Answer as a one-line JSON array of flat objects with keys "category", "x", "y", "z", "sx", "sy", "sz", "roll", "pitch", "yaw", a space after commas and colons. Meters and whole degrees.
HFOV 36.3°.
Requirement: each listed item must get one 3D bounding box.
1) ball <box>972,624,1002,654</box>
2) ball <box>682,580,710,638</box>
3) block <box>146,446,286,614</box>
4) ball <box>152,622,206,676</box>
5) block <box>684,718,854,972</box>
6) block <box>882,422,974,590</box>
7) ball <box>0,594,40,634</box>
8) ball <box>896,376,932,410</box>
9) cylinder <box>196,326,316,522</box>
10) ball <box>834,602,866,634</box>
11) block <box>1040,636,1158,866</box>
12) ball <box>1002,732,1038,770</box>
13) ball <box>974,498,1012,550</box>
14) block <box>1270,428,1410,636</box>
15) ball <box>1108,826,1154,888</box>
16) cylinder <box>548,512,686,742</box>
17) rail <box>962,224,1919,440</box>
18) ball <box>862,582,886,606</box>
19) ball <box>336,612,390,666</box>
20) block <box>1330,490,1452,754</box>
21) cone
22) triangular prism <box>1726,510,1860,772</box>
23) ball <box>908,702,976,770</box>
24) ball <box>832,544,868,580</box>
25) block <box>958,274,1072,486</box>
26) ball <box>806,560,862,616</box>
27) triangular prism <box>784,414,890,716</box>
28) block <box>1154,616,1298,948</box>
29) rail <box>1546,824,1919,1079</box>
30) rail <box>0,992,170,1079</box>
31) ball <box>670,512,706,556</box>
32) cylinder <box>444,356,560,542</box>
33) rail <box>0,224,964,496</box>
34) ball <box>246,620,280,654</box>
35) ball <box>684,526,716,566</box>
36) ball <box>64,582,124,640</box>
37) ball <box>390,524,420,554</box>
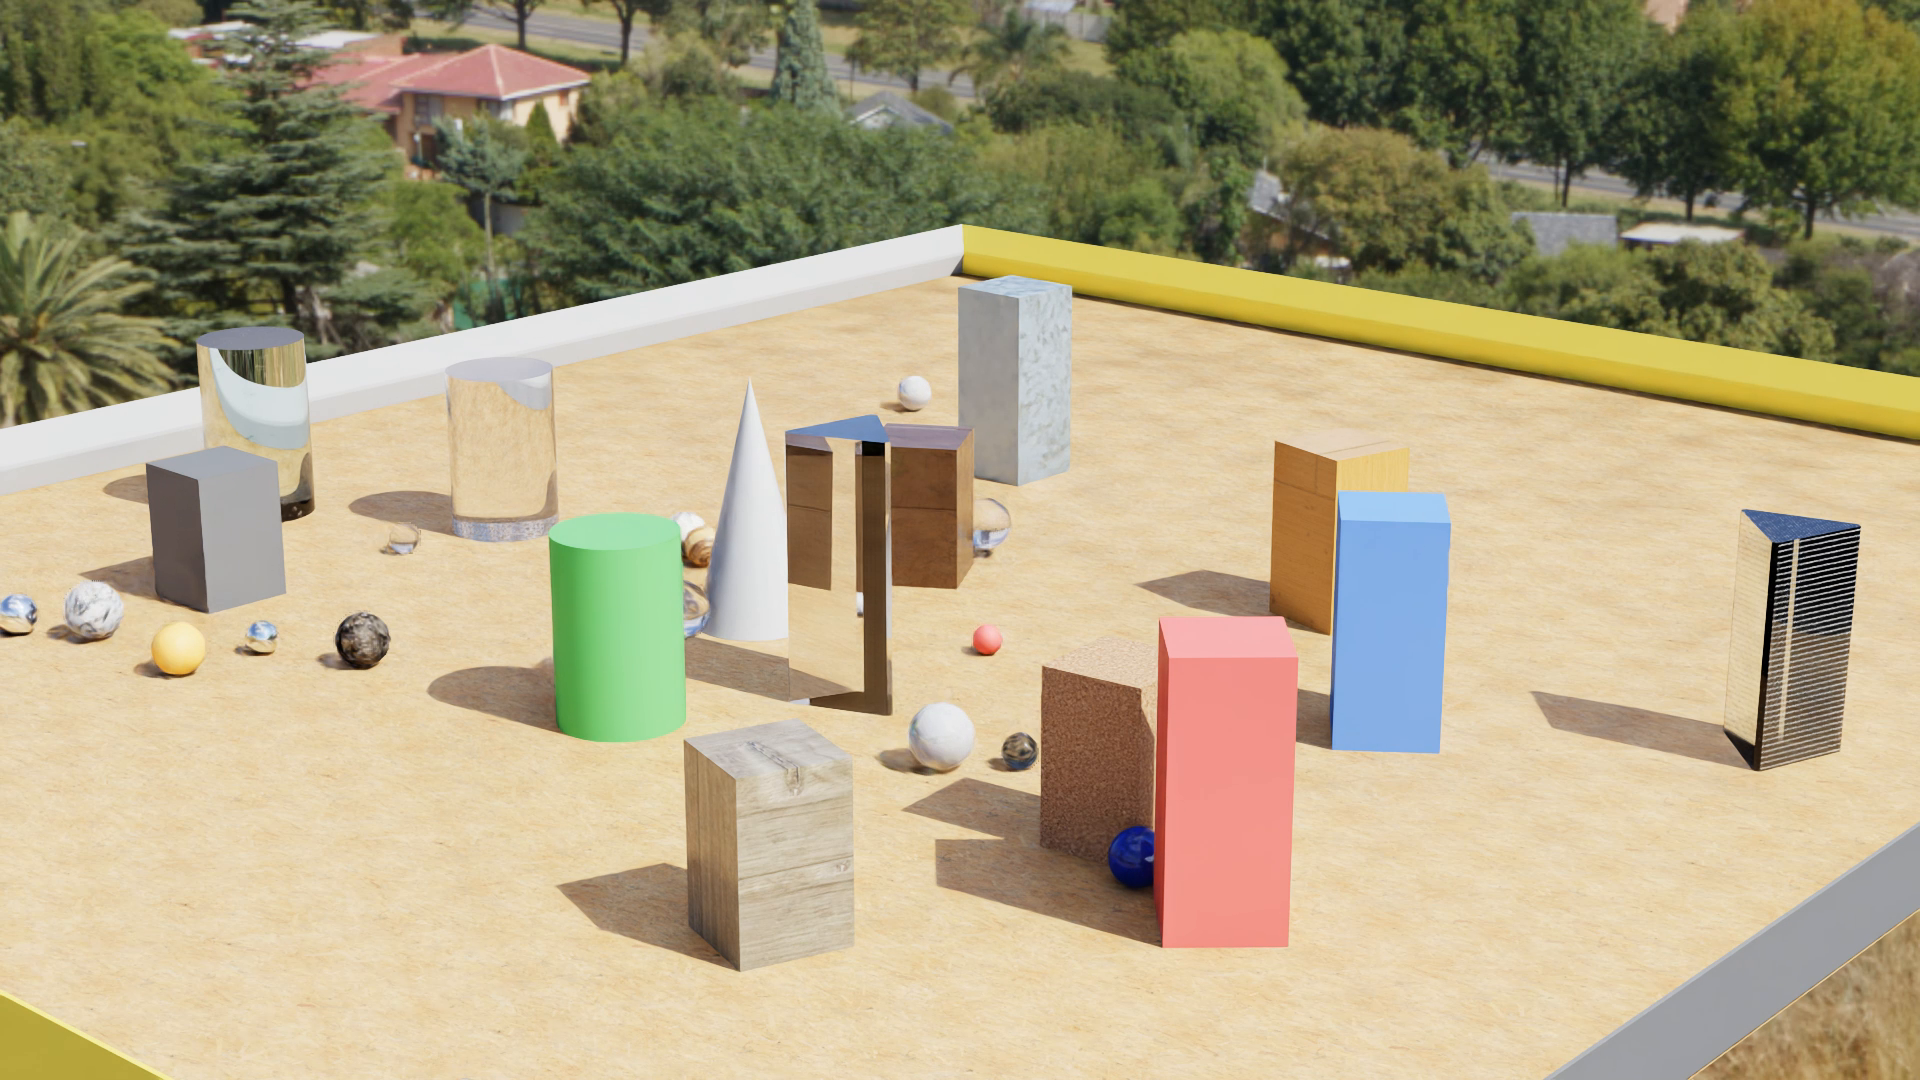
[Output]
[{"category": "ball", "x": 0.045, "y": 0.163, "z": 4.829, "sx": 0.049, "sy": 0.049, "sz": 0.049, "roll": 0, "pitch": 17, "yaw": 0}, {"category": "ball", "x": -0.468, "y": 0.115, "z": 4.904, "sx": 0.098, "sy": 0.098, "sz": 0.098, "roll": 0, "pitch": 17, "yaw": 0}, {"category": "block", "x": -1.295, "y": -0.020, "z": 5.105, "sx": 0.160, "sy": 0.240, "sz": 0.160, "roll": 15, "pitch": 22, "yaw": 40}, {"category": "ball", "x": -1.260, "y": 0.175, "z": 4.726, "sx": 0.086, "sy": 0.086, "sz": 0.086, "roll": 0, "pitch": 17, "yaw": 0}, {"category": "block", "x": -0.243, "y": 0.385, "z": 3.730, "sx": 0.160, "sy": 0.258, "sz": 0.160, "roll": -9, "pitch": 19, "yaw": -27}, {"category": "block", "x": -0.069, "y": -0.062, "z": 5.219, "sx": 0.160, "sy": 0.255, "sz": 0.160, "roll": 3, "pitch": 17, "yaw": 11}, {"category": "ball", "x": -1.583, "y": 0.124, "z": 4.925, "sx": 0.069, "sy": 0.069, "sz": 0.069, "roll": 0, "pitch": 17, "yaw": 0}, {"category": "ball", "x": -0.100, "y": -0.321, "z": 6.391, "sx": 0.076, "sy": 0.076, "sz": 0.076, "roll": 0, "pitch": 17, "yaw": 0}, {"category": "cylinder", "x": -1.343, "y": -0.220, "z": 5.598, "sx": 0.200, "sy": 0.339, "sz": 0.200, "roll": 0, "pitch": 17, "yaw": 0}, {"category": "ball", "x": -0.185, "y": 0.130, "z": 4.932, "sx": 0.054, "sy": 0.054, "sz": 0.054, "roll": 0, "pitch": 17, "yaw": 0}, {"category": "block", "x": 0.222, "y": 0.292, "z": 4.029, "sx": 0.160, "sy": 0.265, "sz": 0.160, "roll": 12, "pitch": 20, "yaw": 34}, {"category": "ball", "x": 0.088, "y": 0.311, "z": 4.328, "sx": 0.054, "sy": 0.054, "sz": 0.054, "roll": 0, "pitch": 17, "yaw": 0}, {"category": "ball", "x": 0.047, "y": -0.030, "z": 5.341, "sx": 0.094, "sy": 0.094, "sz": 0.094, "roll": 0, "pitch": 17, "yaw": 0}, {"category": "block", "x": 0.643, "y": -0.016, "z": 4.983, "sx": 0.160, "sy": 0.304, "sz": 0.160, "roll": -11, "pitch": 20, "yaw": -32}, {"category": "ball", "x": 0.239, "y": 0.423, "z": 3.909, "sx": 0.082, "sy": 0.082, "sz": 0.082, "roll": 0, "pitch": 17, "yaw": 0}, {"category": "cylinder", "x": -0.523, "y": 0.132, "z": 4.489, "sx": 0.200, "sy": 0.305, "sz": 0.200, "roll": 0, "pitch": 17, "yaw": 0}, {"category": "rail", "x": 1.376, "y": -0.425, "z": 6.638, "sx": 3.672, "sy": 0.130, "sz": 0.045, "roll": 14, "pitch": 22, "yaw": 39}, {"category": "ball", "x": -0.150, "y": 0.093, "z": 5.075, "sx": 0.043, "sy": 0.043, "sz": 0.043, "roll": 0, "pitch": 17, "yaw": 0}, {"category": "ball", "x": -0.971, "y": 0.162, "z": 4.767, "sx": 0.088, "sy": 0.088, "sz": 0.088, "roll": 0, "pitch": 17, "yaw": 0}, {"category": "block", "x": 0.647, "y": 0.123, "z": 4.424, "sx": 0.160, "sy": 0.360, "sz": 0.160, "roll": 2, "pitch": 17, "yaw": 5}, {"category": "cone", "x": -0.349, "y": -0.066, "z": 4.928, "sx": 0.200, "sy": 0.430, "sz": 0.200, "roll": 0, "pitch": 17, "yaw": 0}, {"category": "triangular prism", "x": 1.210, "y": 0.141, "z": 4.376, "sx": 0.173, "sy": 0.353, "sz": 0.150, "roll": -10, "pitch": 19, "yaw": -29}, {"category": "ball", "x": -0.028, "y": 0.289, "z": 4.323, "sx": 0.100, "sy": 0.100, "sz": 0.100, "roll": 0, "pitch": 17, "yaw": 0}, {"category": "ball", "x": -0.194, "y": 0.042, "z": 5.199, "sx": 0.067, "sy": 0.067, "sz": 0.067, "roll": 0, "pitch": 17, "yaw": 0}, {"category": "block", "x": 0.109, "y": -0.320, "z": 5.862, "sx": 0.160, "sy": 0.380, "sz": 0.160, "roll": 15, "pitch": 22, "yaw": 40}, {"category": "ball", "x": -0.216, "y": 0.081, "z": 5.019, "sx": 0.096, "sy": 0.096, "sz": 0.096, "roll": 0, "pitch": 17, "yaw": 0}, {"category": "triangular prism", "x": -0.161, "y": 0.034, "z": 4.585, "sx": 0.173, "sy": 0.438, "sz": 0.150, "roll": 6, "pitch": 18, "yaw": 20}, {"category": "block", "x": 0.337, "y": 0.309, "z": 3.753, "sx": 0.160, "sy": 0.391, "sz": 0.160, "roll": 0, "pitch": 17, "yaw": -1}, {"category": "rail", "x": 1.369, "y": 0.375, "z": 3.982, "sx": 0.045, "sy": 0.130, "sz": 4.247, "roll": 14, "pitch": 22, "yaw": 39}, {"category": "rail", "x": -1.376, "y": 0.490, "z": 3.602, "sx": 3.672, "sy": 0.130, "sz": 0.045, "roll": 14, "pitch": 22, "yaw": 39}, {"category": "ball", "x": -0.502, "y": -0.012, "z": 5.357, "sx": 0.081, "sy": 0.081, "sz": 0.081, "roll": 0, "pitch": 17, "yaw": 0}, {"category": "cylinder", "x": -0.856, "y": -0.171, "z": 5.493, "sx": 0.200, "sy": 0.306, "sz": 0.200, "roll": 0, "pitch": 17, "yaw": 0}, {"category": "rail", "x": -1.369, "y": -0.310, "z": 6.257, "sx": 0.045, "sy": 0.130, "sz": 4.247, "roll": 14, "pitch": 22, "yaw": 39}, {"category": "ball", "x": -1.148, "y": 0.160, "z": 4.828, "sx": 0.056, "sy": 0.056, "sz": 0.056, "roll": 0, "pitch": 17, "yaw": 0}, {"category": "ball", "x": -0.461, "y": 0.011, "z": 5.293, "sx": 0.075, "sy": 0.075, "sz": 0.075, "roll": 0, "pitch": 17, "yaw": 0}, {"category": "ball", "x": -1.447, "y": 0.118, "z": 4.898, "sx": 0.096, "sy": 0.096, "sz": 0.096, "roll": 0, "pitch": 17, "yaw": 0}, {"category": "ball", "x": -1.017, "y": -0.002, "z": 5.369, "sx": 0.054, "sy": 0.054, "sz": 0.054, "roll": 0, "pitch": 17, "yaw": 0}]
